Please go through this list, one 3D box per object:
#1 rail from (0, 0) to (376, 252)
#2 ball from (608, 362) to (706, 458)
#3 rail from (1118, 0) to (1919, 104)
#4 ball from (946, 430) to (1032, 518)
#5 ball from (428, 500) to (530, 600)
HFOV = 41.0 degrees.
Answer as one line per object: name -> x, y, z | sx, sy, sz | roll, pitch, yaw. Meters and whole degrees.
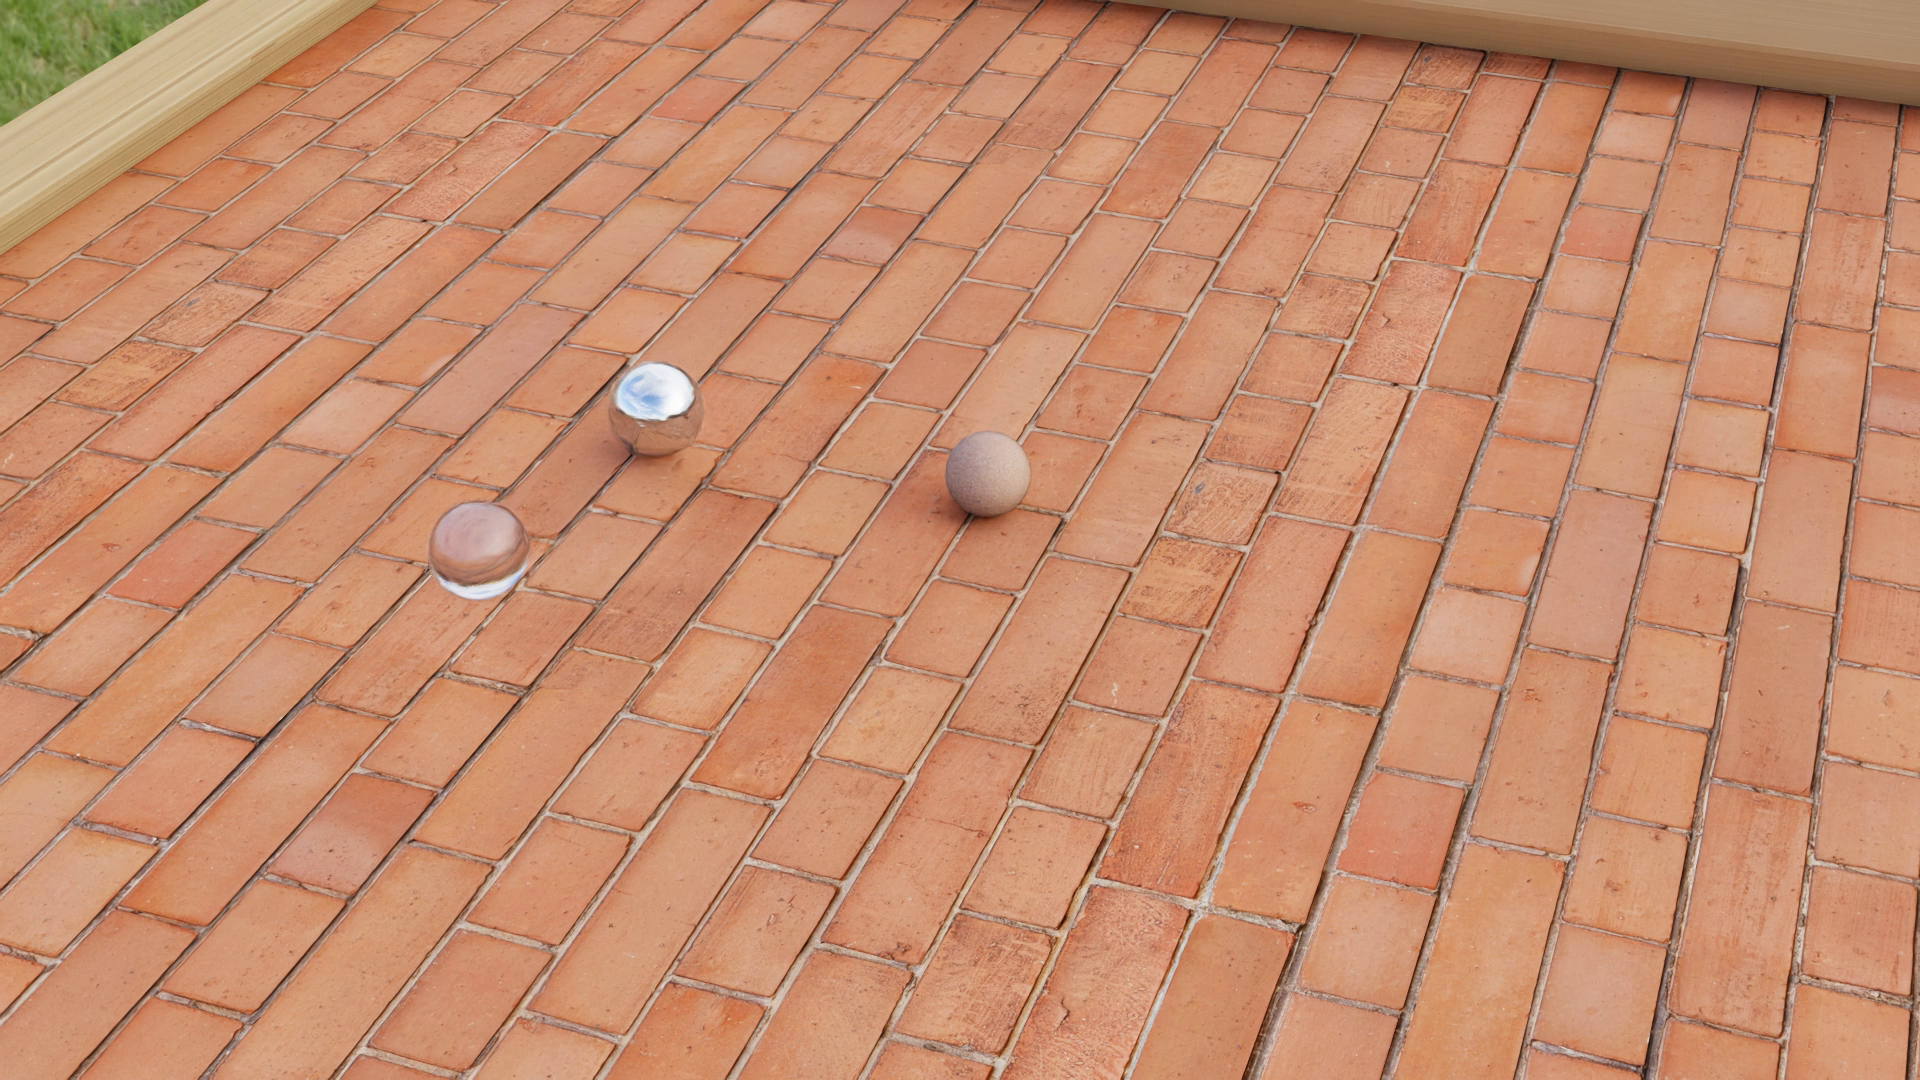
rail -> -1.008, -0.216, 2.336 | 0.045, 0.119, 2.506 | 11, 35, 16
ball -> -0.261, -0.112, 2.211 | 0.083, 0.083, 0.083 | 0, 33, 0
rail -> 1.446, -0.448, 2.693 | 4.380, 0.119, 0.045 | 11, 35, 16
ball -> 0.024, -0.055, 2.132 | 0.072, 0.072, 0.072 | 0, 33, 0
ball -> -0.380, 0.008, 2.028 | 0.079, 0.079, 0.079 | 0, 33, 0
